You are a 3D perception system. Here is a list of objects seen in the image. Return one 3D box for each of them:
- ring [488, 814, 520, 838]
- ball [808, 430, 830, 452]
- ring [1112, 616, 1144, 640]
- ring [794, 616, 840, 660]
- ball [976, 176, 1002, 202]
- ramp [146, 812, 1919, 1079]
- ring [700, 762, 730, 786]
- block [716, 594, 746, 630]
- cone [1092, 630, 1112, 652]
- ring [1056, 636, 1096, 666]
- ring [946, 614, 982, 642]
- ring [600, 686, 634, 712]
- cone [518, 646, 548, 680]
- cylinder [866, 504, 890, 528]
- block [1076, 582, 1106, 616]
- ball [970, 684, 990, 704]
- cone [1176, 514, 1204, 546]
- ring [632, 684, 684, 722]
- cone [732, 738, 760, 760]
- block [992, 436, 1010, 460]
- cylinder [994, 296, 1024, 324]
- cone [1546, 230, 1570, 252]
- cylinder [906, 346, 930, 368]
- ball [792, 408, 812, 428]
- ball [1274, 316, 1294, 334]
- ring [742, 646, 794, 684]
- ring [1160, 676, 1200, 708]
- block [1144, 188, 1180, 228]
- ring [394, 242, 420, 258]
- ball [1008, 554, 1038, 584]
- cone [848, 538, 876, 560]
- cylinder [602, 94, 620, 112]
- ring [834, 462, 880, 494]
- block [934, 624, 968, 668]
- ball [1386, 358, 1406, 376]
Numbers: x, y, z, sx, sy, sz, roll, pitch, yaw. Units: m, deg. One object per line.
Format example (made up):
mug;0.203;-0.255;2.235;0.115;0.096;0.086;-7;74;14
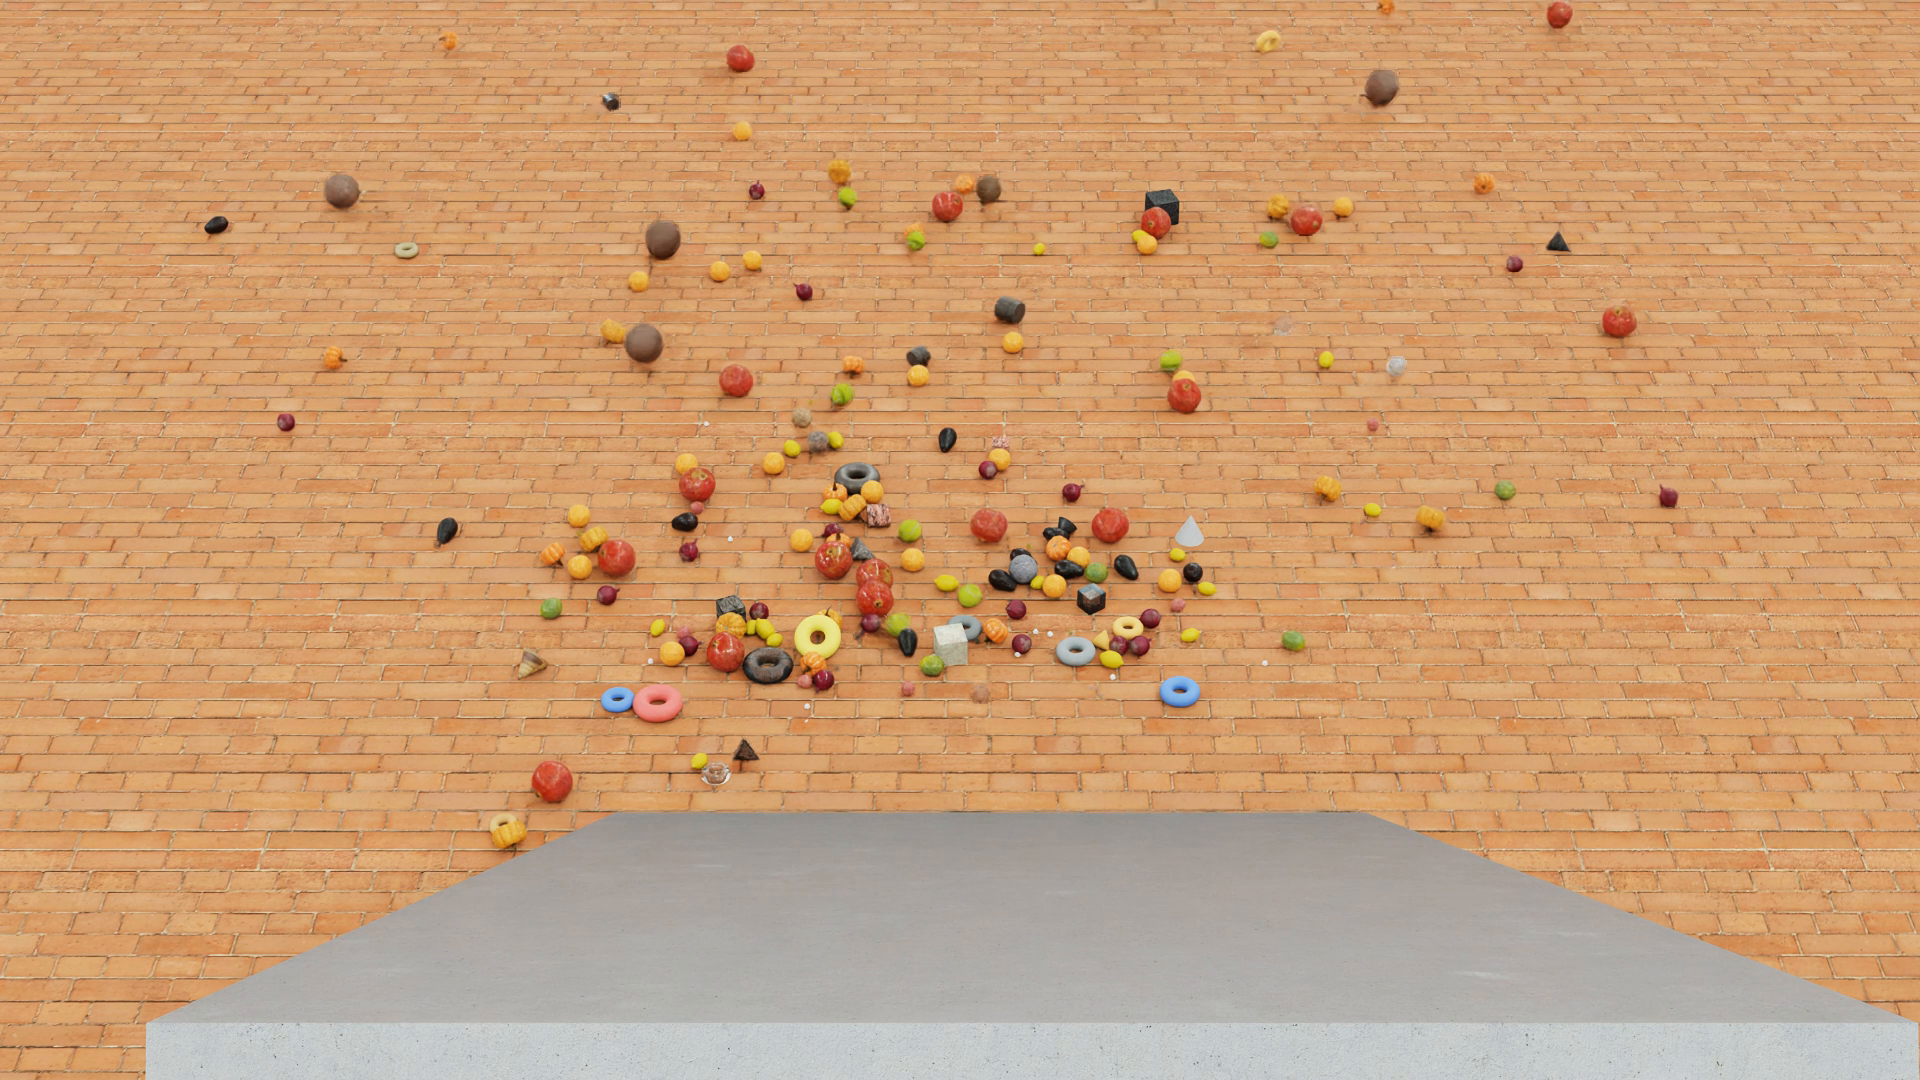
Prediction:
ring;-1.225;0.766;6.985;0.081;0.027;0.081;0;36;0
ball;-0.456;-0.316;8.379;0.071;0.071;0.071;0;37;0
ring;0.494;0.259;7.653;0.092;0.031;0.092;0;38;0
ring;-0.414;0.284;7.572;0.138;0.046;0.138;-2;69;6
ball;0.107;-1.301;9.659;0.097;0.097;0.097;0;37;0
ramp;0.082;0.685;4.932;2.000;0.100;4.000;0;-3;0
ring;-0.671;0.642;7.149;0.083;0.028;0.083;-1;36;0
block;-0.676;0.213;7.682;0.068;0.068;0.068;-16;40;-20
cone;0.425;0.306;7.592;0.063;0.063;0.063;-33;74;-36
ring;0.336;0.324;7.561;0.116;0.039;0.116;-1;37;1
ring;0.011;0.259;7.648;0.109;0.036;0.109;0;36;0
ring;-0.972;0.454;7.393;0.097;0.032;0.097;0;36;0
cone;-1.248;0.370;7.497;0.090;0.090;0.090;27;71;31
cylinder;-0.252;-0.076;8.063;0.070;0.070;0.070;-4;37;-5
block;0.391;0.175;7.738;0.060;0.060;0.060;-24;43;-29
ball;0.058;0.437;7.396;0.055;0.055;0.055;0;37;0
cone;0.708;-0.042;8.002;0.089;0.089;0.089;0;37;0
ring;-0.856;0.462;7.370;0.143;0.048;0.143;0;36;0
cone;-0.584;0.595;7.208;0.071;0.071;0.071;28;38;-7
block;0.130;-0.294;8.364;0.054;0.054;0.054;2;37;3
cylinder;0.172;-0.795;9.007;0.077;0.077;0.077;22;42;26
cone;2.173;-1.064;9.397;0.078;0.078;0.078;33;42;-1
cylinder;-0.140;-0.619;8.792;0.057;0.057;0.057;-27;45;-31
ball;-0.514;-0.399;8.492;0.067;0.067;0.067;0;37;0
ball;1.114;-0.737;8.941;0.065;0.065;0.065;0;37;0
ring;-0.554;0.362;7.501;0.147;0.049;0.147;0;36;0
ring;0.627;0.432;7.417;0.116;0.039;0.116;-1;37;1
block;0.741;-1.217;9.549;0.097;0.097;0.097;-11;38;-14
ring;-1.993;-1.044;9.376;0.090;0.030;0.090;0;36;0
ball;0.191;0.088;7.831;0.088;0.088;0.088;0;37;0
cone;-0.290;0.041;7.937;0.079;0.079;0.079;23;35;-14
cylinder;-1.377;-1.725;10.256;0.053;0.053;0.053;-19;41;-23
ring;-0.326;-0.195;8.238;0.148;0.049;0.148;-1;36;0
block;-0.028;0.305;7.547;0.084;0.084;0.084;-7;38;-10
ball;1.464;-0.581;8.736;0.062;0.062;0.062;0;37;0
